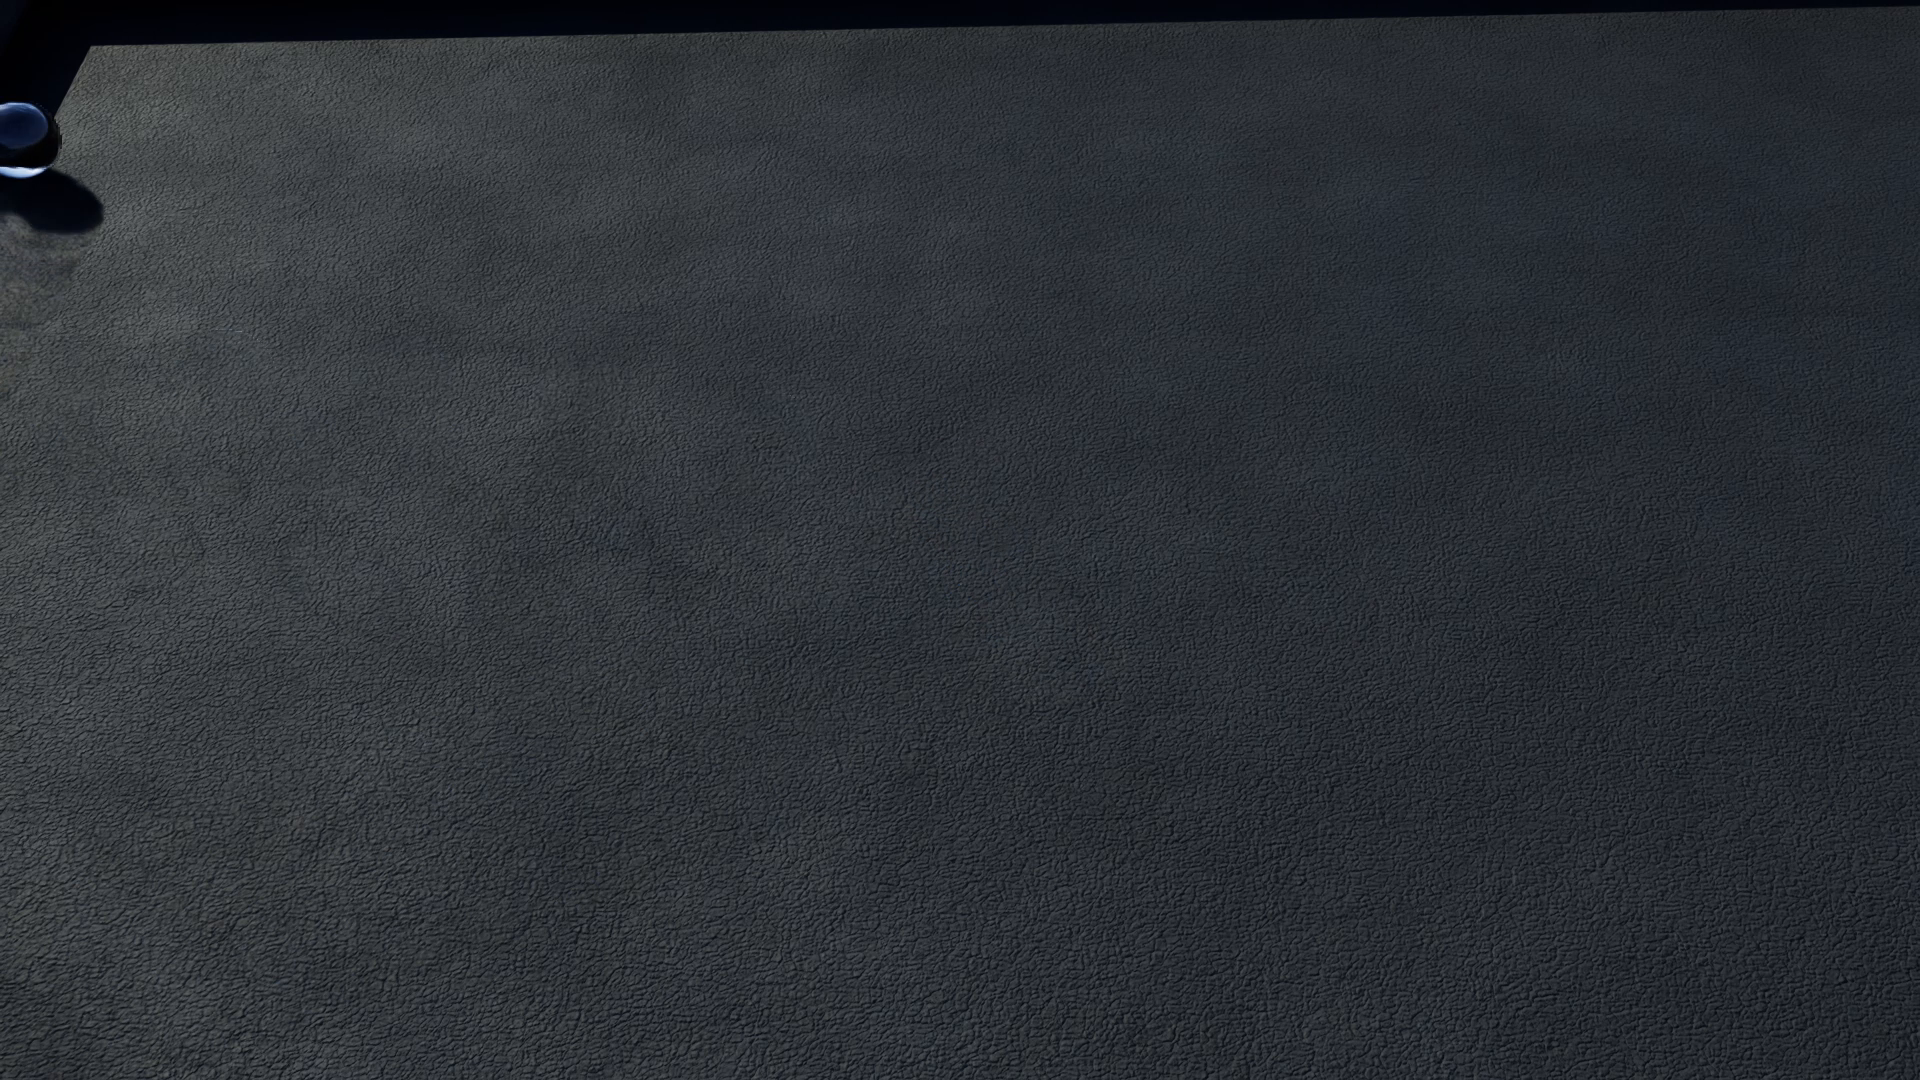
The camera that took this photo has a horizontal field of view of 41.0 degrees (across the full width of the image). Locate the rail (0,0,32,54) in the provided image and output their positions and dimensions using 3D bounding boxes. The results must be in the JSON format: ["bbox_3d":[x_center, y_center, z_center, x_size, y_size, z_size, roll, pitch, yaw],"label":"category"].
[{"bbox_3d":[-0.808,0.012,1.616,0.045,0.082,1.909,-2,36,-2],"label":"rail"}]

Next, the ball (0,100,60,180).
[{"bbox_3d":[-0.768,-0.326,2.094,0.063,0.063,0.063,0,36,0],"label":"ball"}]
